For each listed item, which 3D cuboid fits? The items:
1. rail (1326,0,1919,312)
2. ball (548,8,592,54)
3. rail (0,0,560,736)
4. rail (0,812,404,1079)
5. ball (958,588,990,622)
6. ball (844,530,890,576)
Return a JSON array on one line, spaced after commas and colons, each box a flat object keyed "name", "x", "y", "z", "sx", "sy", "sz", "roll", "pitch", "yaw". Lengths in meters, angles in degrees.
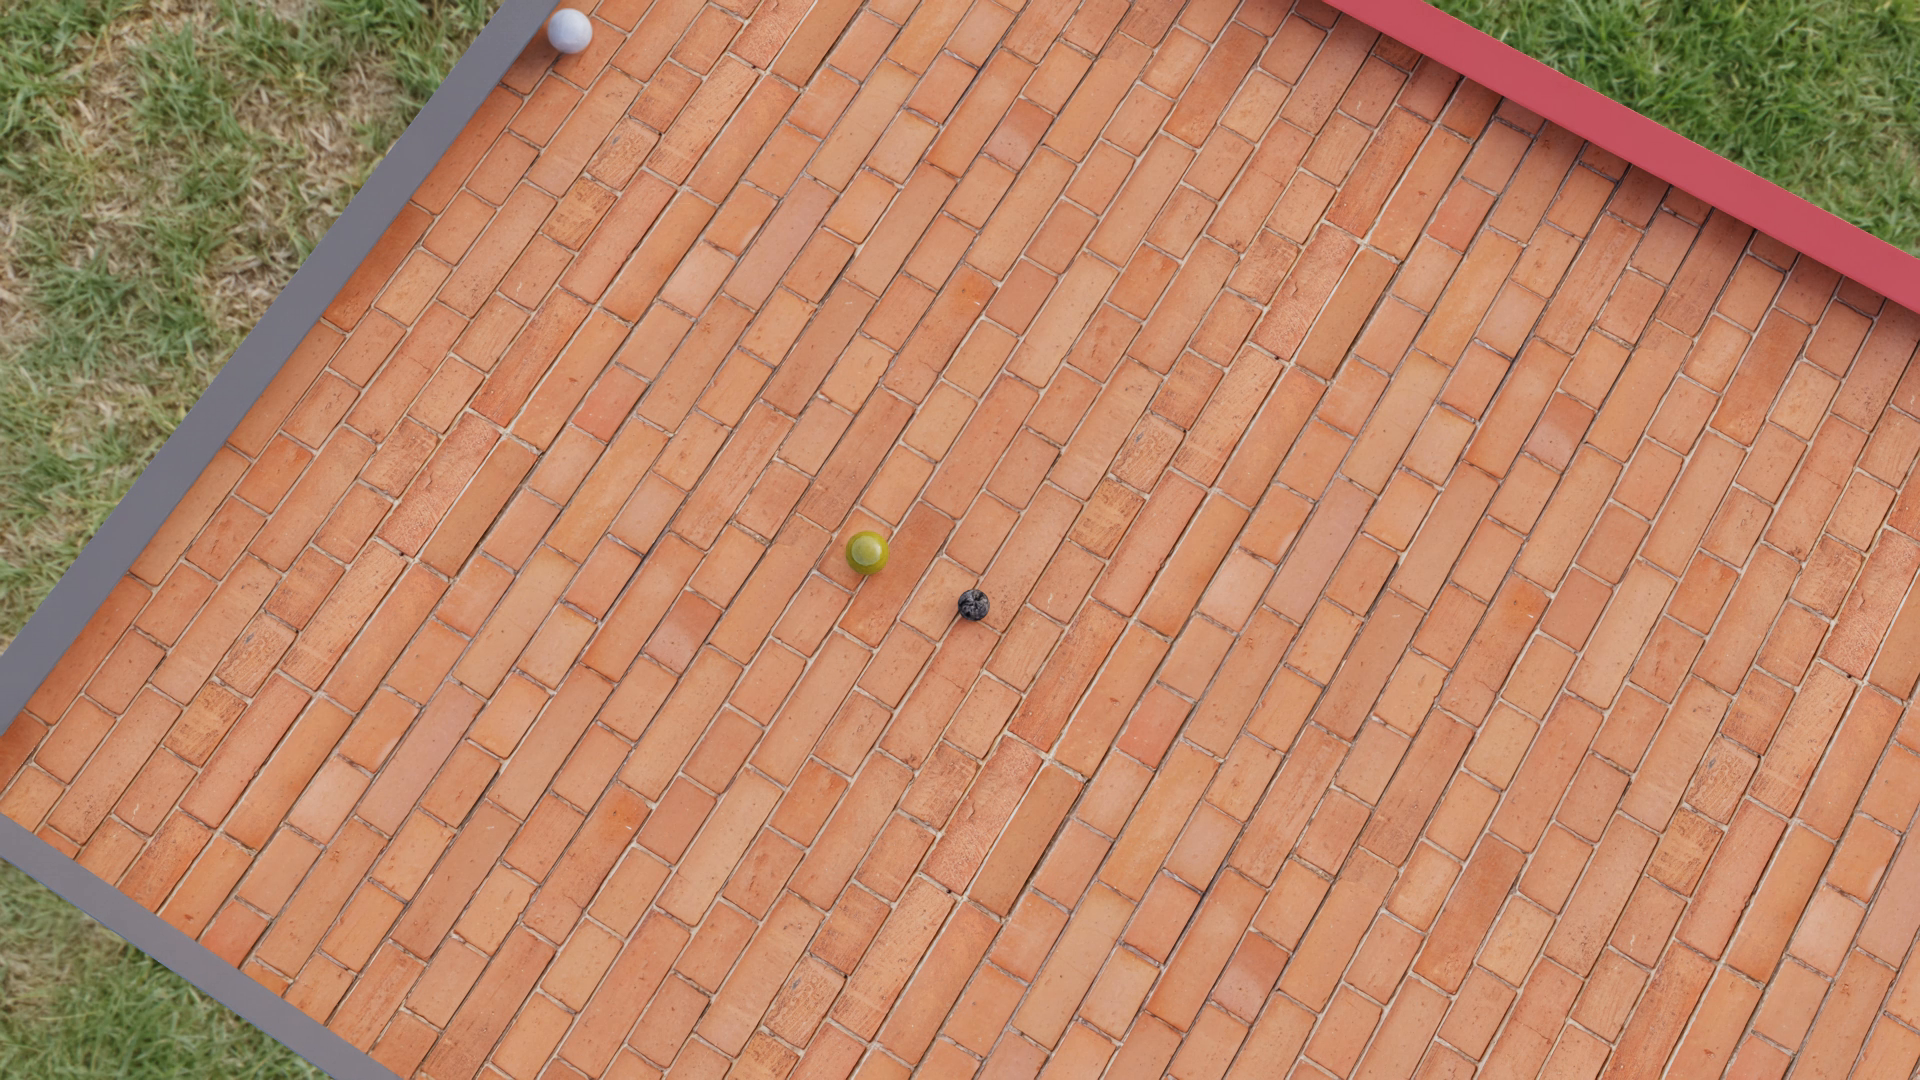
[{"name": "rail", "x": 1.524, "y": -0.379, "z": 3.480, "sx": 4.384, "sy": 0.124, "sz": 0.045, "roll": 30, "pitch": 75, "yaw": 9}, {"name": "ball", "x": -0.649, "y": -0.845, "z": 3.655, "sx": 0.074, "sy": 0.074, "sz": 0.074, "roll": 0, "pitch": 73, "yaw": 0}, {"name": "rail", "x": -0.914, "y": -0.545, "z": 3.533, "sx": 0.045, "sy": 0.124, "sz": 2.303, "roll": 30, "pitch": 75, "yaw": 9}, {"name": "rail", "x": 0.343, "y": 1.454, "z": 2.903, "sx": 4.384, "sy": 0.124, "sz": 0.045, "roll": 30, "pitch": 75, "yaw": 9}, {"name": "ball", "x": 0.021, "y": 0.100, "z": 3.370, "sx": 0.049, "sy": 0.049, "sz": 0.049, "roll": 0, "pitch": 73, "yaw": 0}, {"name": "ball", "x": -0.143, "y": 0.020, "z": 3.385, "sx": 0.069, "sy": 0.069, "sz": 0.069, "roll": 0, "pitch": 73, "yaw": 0}]
